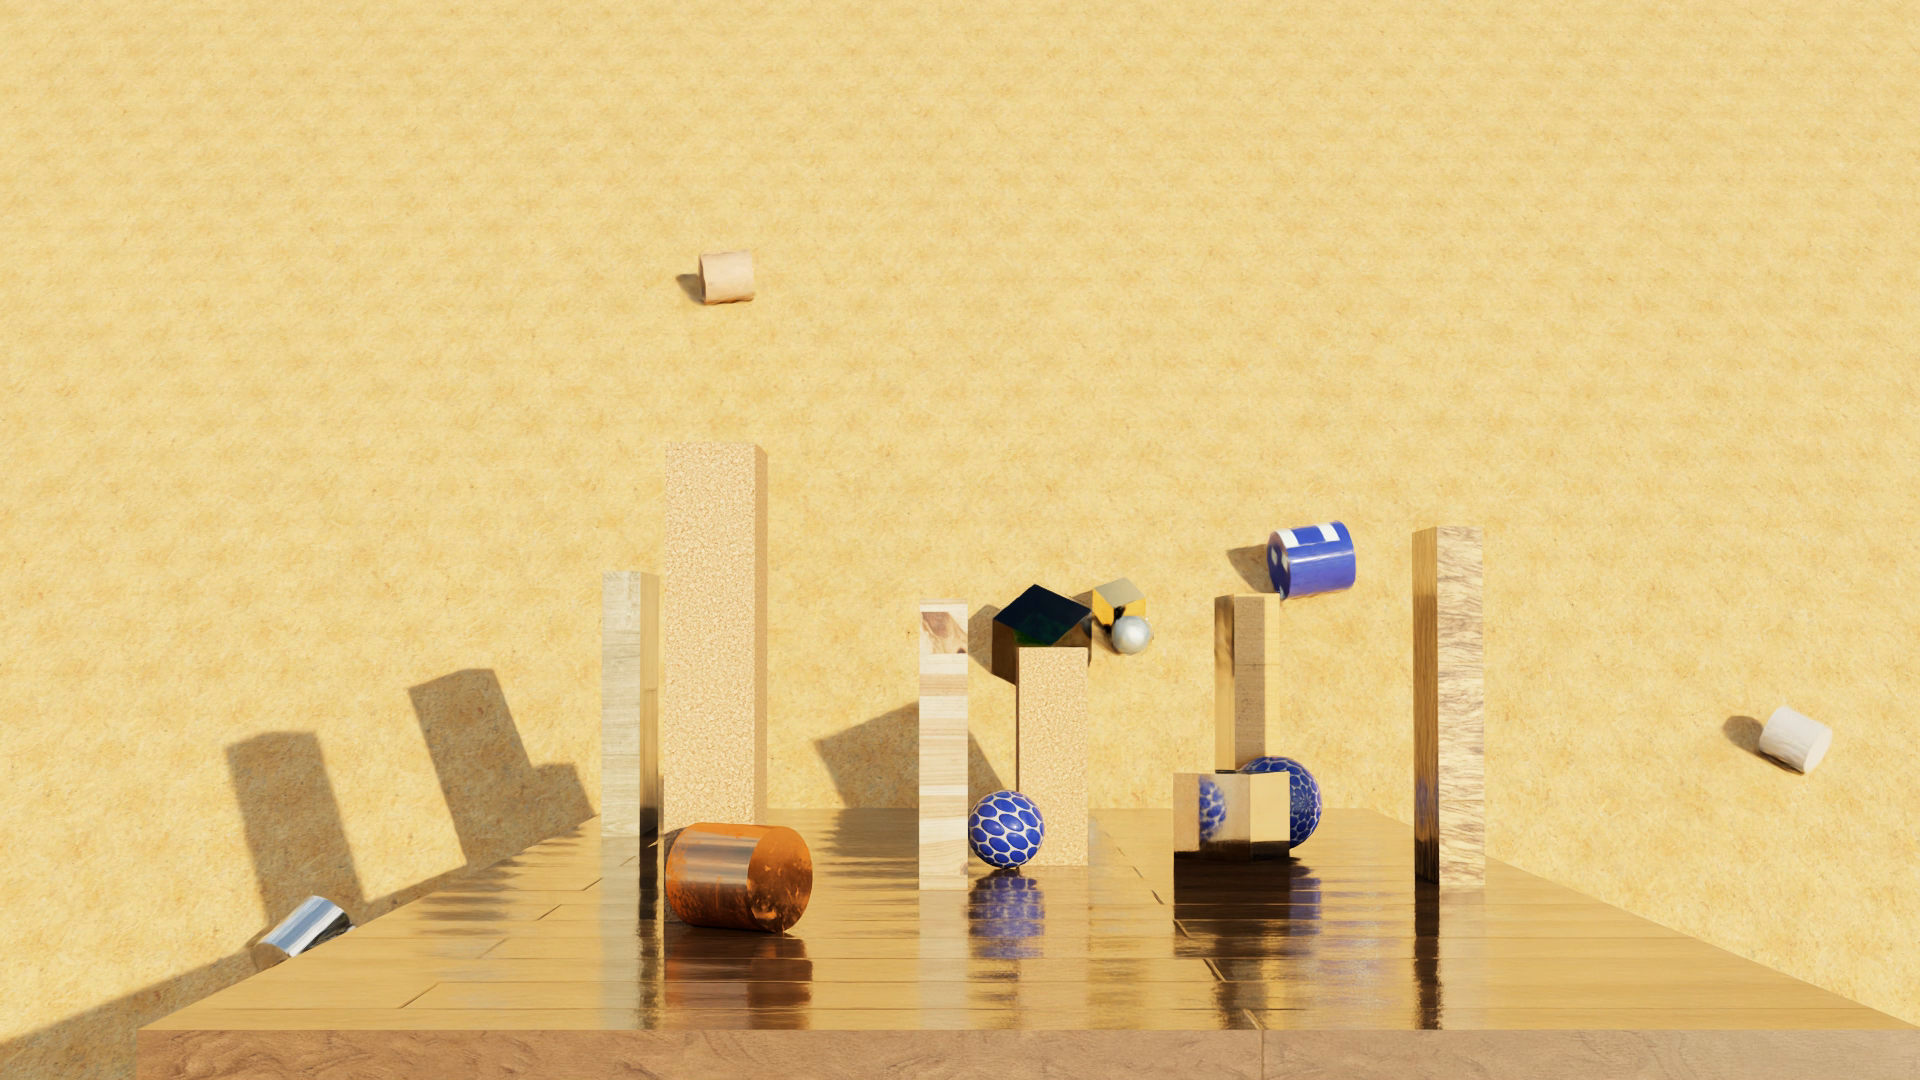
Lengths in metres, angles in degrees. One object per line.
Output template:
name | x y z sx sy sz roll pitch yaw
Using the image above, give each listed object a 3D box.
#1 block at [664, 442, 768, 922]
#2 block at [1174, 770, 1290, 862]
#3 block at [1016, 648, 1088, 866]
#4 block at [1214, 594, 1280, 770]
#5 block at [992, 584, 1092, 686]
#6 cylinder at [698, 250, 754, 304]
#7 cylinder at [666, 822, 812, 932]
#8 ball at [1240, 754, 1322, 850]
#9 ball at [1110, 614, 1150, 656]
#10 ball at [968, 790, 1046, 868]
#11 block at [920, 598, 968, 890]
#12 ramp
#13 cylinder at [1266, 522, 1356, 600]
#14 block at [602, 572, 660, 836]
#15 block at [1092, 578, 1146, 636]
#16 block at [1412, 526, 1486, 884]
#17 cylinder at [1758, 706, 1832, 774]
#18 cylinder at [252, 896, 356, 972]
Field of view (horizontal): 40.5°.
block | -0.392 0.226 4.209 0.141 0.749 0.271 0 -2 0
block | 0.552 0.558 5.279 0.174 0.174 0.174 -2 -3 33
block | 0.184 0.432 5.277 0.134 0.426 0.344 0 -2 0
block | 0.634 0.394 5.760 0.097 0.541 0.435 0 -2 0
block | 0.234 0.292 7.430 0.204 0.204 0.204 24 43 29
cylinder | -0.816 -0.920 9.095 0.171 0.171 0.171 -7 37 -10
cylinder | -0.335 0.511 3.951 0.158 0.158 0.158 -2 31 35
ball | 0.656 0.551 5.435 0.202 0.202 0.202 0 36 0
ball | 0.494 0.275 7.526 0.117 0.117 0.117 0 36 0
ball | 0.089 0.559 5.029 0.151 0.151 0.151 0 36 0
block | -0.029 0.369 4.814 0.085 0.514 0.435 0 -2 0
ramp | 0.080 0.680 4.902 2.000 0.100 4.000 0 -2 0
cylinder | 1.046 0.062 7.741 0.204 0.204 0.204 -7 37 -14
block | -0.768 0.378 6.077 0.086 0.599 0.370 0 -2 0
block | 0.467 0.199 7.633 0.113 0.113 0.113 -18 40 -22
block | 0.905 0.303 4.828 0.082 0.646 0.260 0 -2 0
cylinder | 2.293 0.548 7.139 0.138 0.138 0.138 30 46 34
cylinder | -1.624 1.017 6.465 0.186 0.186 0.186 19 41 24
